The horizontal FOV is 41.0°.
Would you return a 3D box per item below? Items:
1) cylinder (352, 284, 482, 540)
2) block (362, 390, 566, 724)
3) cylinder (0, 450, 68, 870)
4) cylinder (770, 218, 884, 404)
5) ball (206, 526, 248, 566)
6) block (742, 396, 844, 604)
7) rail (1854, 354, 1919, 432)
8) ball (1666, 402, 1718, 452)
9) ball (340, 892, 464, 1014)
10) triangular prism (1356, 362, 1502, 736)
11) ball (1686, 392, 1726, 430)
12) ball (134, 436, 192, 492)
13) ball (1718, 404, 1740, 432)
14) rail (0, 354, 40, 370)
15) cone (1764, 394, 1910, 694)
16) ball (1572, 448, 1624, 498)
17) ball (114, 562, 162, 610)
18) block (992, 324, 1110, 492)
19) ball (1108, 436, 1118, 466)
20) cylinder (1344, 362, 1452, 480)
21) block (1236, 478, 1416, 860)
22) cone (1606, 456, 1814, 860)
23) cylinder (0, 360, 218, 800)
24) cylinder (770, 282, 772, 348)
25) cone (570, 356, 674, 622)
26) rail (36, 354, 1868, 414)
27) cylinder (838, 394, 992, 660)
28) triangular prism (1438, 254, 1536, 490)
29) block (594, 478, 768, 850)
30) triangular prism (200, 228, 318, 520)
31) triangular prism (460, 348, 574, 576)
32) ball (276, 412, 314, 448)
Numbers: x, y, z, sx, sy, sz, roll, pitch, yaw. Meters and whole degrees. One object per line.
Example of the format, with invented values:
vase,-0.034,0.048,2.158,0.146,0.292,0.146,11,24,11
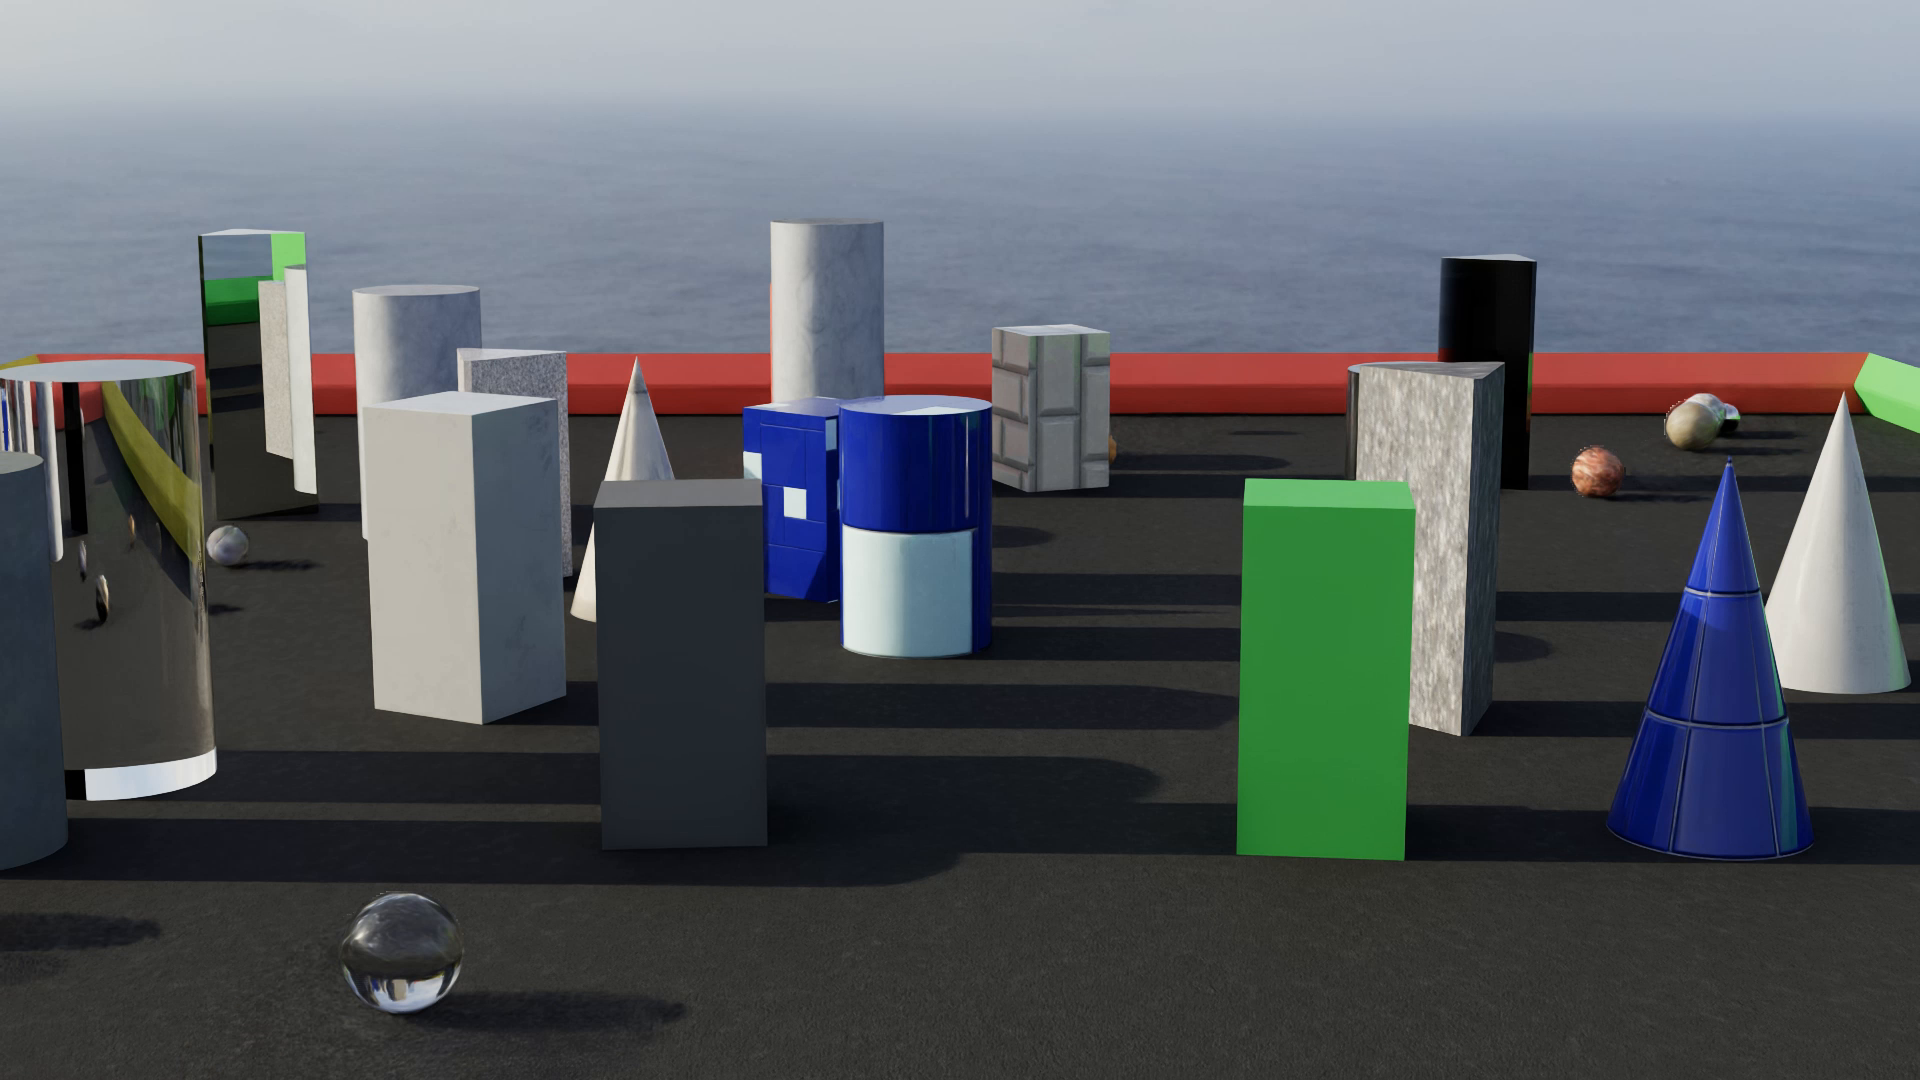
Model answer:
cylinder,-0.839,-0.198,3.992,0.193,0.382,0.193,0,11,0
block,-0.564,0.016,2.933,0.155,0.349,0.155,6,12,28
cylinder,-0.942,0.110,2.383,0.193,0.364,0.193,0,11,0
cylinder,-0.227,-0.318,4.425,0.193,0.461,0.193,0,11,0
ball,-1.074,0.009,3.764,0.059,0.059,0.059,0,11,0
block,-0.192,-0.060,3.591,0.155,0.256,0.155,8,13,38
rail,1.902,0.030,3.460,0.045,0.126,3.961,0,11,0
ball,1.391,-0.216,4.875,0.094,0.094,0.094,0,11,0
ball,-0.433,0.321,1.992,0.093,0.093,0.093,0,11,0
triangular prism,0.556,0.001,2.887,0.145,0.394,0.167,-9,14,-39
ball,1.471,-0.249,5.076,0.086,0.086,0.086,0,11,0
ball,-1.370,-0.131,4.415,0.095,0.095,0.095,0,11,0
ball,1.528,-0.243,5.121,0.058,0.058,0.058,0,11,0
rail,-1.902,0.034,3.438,0.045,0.126,3.961,0,11,0
cone,1.046,-0.007,3.066,0.193,0.345,0.193,0,11,0
ball,1.081,-0.114,4.349,0.086,0.086,0.086,0,11,0
ball,-1.111,0.062,3.466,0.063,0.063,0.063,0,11,0
block,0.158,-0.233,4.489,0.155,0.269,0.155,-4,11,-23
ball,0.252,-0.164,4.668,0.068,0.068,0.068,0,11,0
cylinder,0.616,-0.070,3.464,0.193,0.323,0.193,0,11,0
block,0.344,0.119,2.429,0.155,0.330,0.155,1,11,7
cone,0.721,0.099,2.436,0.193,0.367,0.193,0,11,0
cylinder,-0.871,0.036,2.625,0.193,0.421,0.193,0,11,0
cylinder,-0.252,-0.309,4.735,0.193,0.329,0.193,0,11,0
cone,-0.429,-0.076,3.437,0.193,0.344,0.193,0,11,0
rail,-0.011,-0.325,5.373,3.852,0.126,0.045,0,11,0
cylinder,-0.056,-0.020,3.243,0.193,0.305,0.193,0,11,0
triangular prism,0.941,-0.299,4.502,0.167,0.395,0.145,6,12,29
block,-0.265,0.115,2.460,0.155,0.326,0.155,-1,11,-5
triangular prism,-1.159,-0.275,4.199,0.167,0.458,0.145,-5,12,-25
triangular prism,-0.669,-0.107,3.665,0.167,0.323,0.145,-10,15,-43
ball,-1.277,-0.213,4.928,0.069,0.069,0.069,0,11,0
